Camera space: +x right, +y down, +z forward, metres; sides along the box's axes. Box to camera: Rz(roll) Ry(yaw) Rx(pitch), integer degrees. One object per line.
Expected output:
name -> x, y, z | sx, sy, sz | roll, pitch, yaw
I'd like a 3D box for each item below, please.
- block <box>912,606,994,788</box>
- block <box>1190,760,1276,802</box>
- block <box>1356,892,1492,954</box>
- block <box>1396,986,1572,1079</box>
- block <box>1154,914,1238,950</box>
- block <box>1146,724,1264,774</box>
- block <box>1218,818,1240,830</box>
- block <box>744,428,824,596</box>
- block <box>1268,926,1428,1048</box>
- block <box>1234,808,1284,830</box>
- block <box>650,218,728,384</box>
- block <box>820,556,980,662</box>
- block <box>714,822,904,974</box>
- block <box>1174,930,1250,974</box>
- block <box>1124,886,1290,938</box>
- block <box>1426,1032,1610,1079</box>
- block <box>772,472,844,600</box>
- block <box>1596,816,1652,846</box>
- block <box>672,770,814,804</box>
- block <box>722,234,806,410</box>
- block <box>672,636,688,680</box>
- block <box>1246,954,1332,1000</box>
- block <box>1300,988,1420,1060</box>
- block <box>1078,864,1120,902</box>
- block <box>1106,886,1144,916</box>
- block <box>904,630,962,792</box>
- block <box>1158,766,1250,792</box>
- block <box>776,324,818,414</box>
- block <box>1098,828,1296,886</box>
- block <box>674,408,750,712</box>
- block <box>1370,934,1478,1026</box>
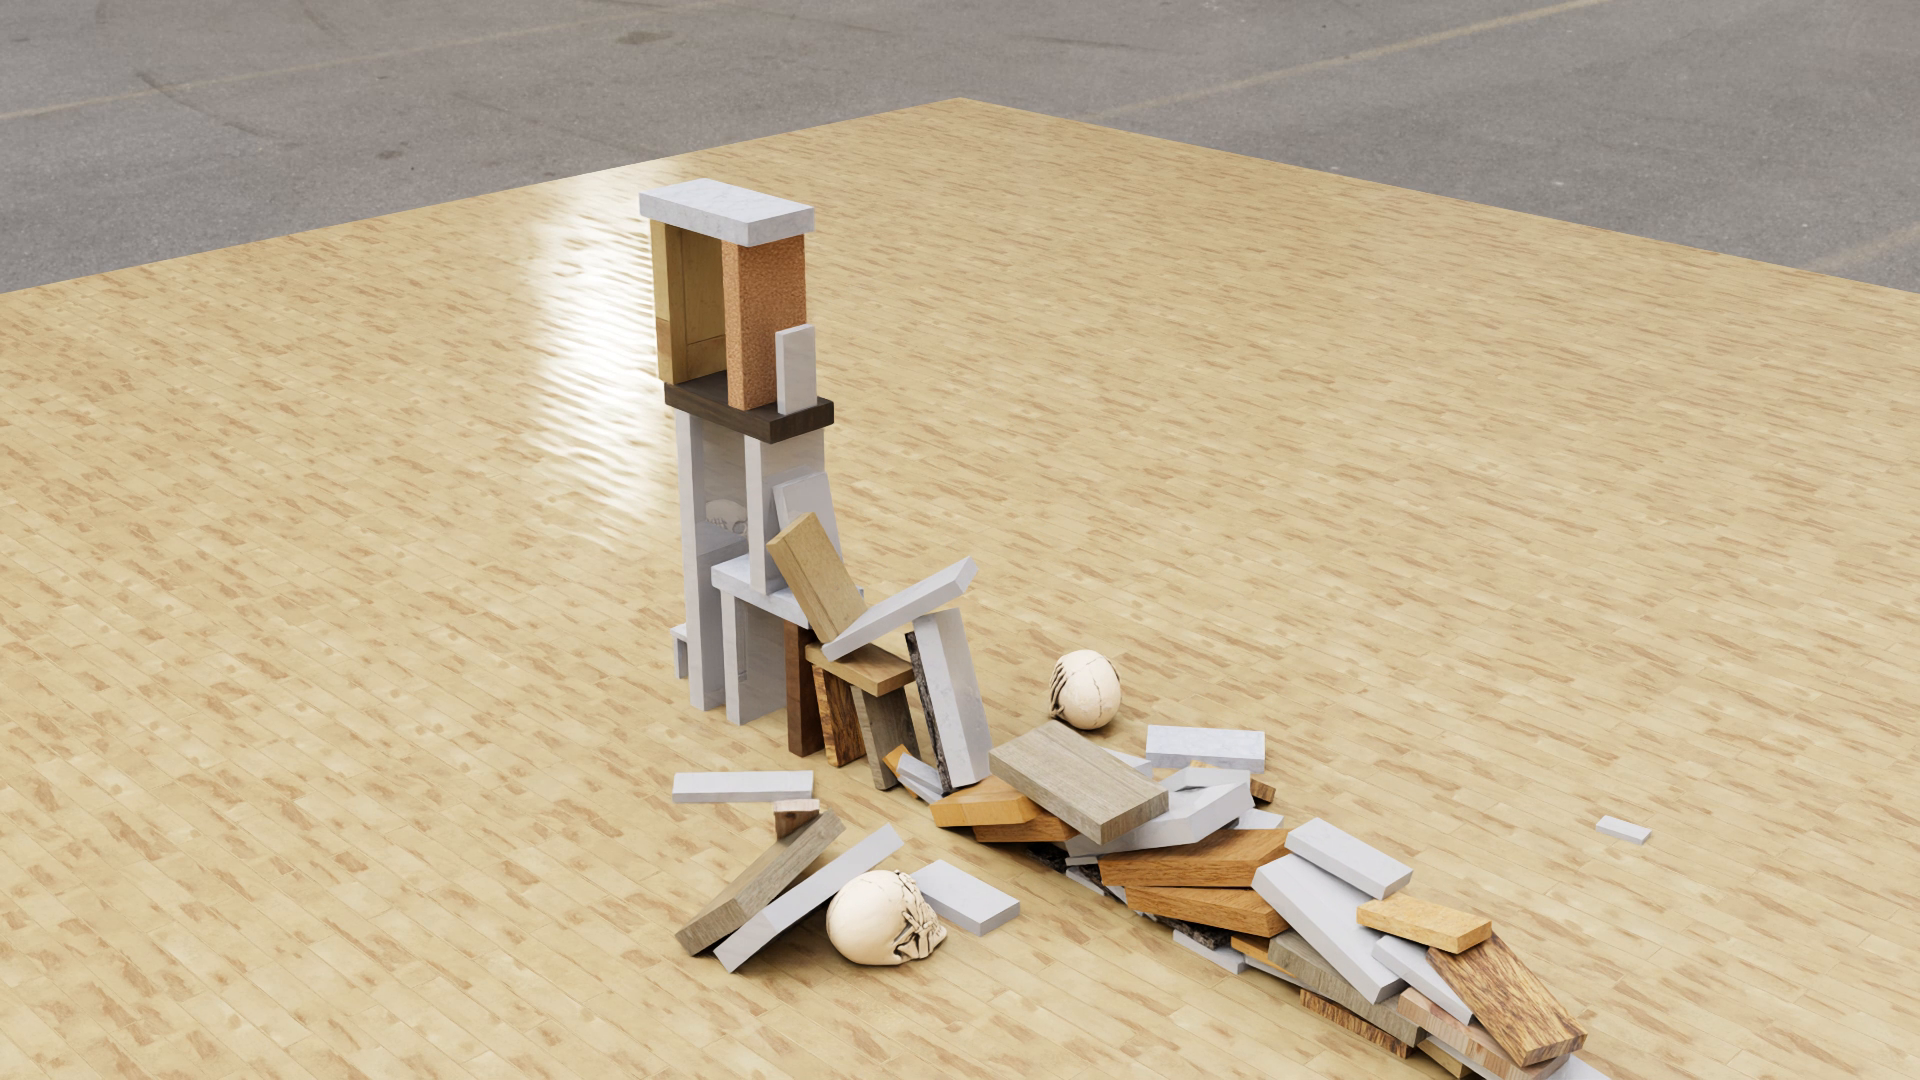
block -> -0.008, 0.319, 4.514 | 0.050, 0.352, 0.176 | -14, -2, 17
block -> 0.549, 0.486, 4.433 | 0.106, 0.030, 0.212 | 15, -6, 31
block -> 0.777, 0.640, 3.686 | 0.100, 0.028, 0.200 | -13, 16, -42
block -> 0.859, 0.798, 3.602 | 0.254, 0.036, 0.127 | 29, 36, 35
block -> 0.436, 0.698, 4.031 | 0.076, 0.022, 0.153 | -18, 27, -36
block -> 0.521, 0.444, 4.669 | 0.248, 0.035, 0.124 | 3, 23, 7
block -> 0.502, 0.563, 4.292 | 0.048, 0.014, 0.096 | 14, 27, 30
block -> -0.361, -0.073, 4.581 | 0.172, 0.344, 0.049 | -21, 31, -41
block -> 0.696, 0.742, 3.763 | 0.305, 0.043, 0.153 | 27, 35, 37
block -> 0.449, 0.567, 4.362 | 0.345, 0.049, 0.172 | 12, 26, 25
block -> -0.557, -0.516, 4.615 | 0.174, 0.347, 0.049 | -21, 31, -41
block -> -0.123, 0.142, 4.488 | 0.343, 0.034, 0.121 | -28, 13, 25
block -> -0.273, 0.651, 4.017 | 0.050, 0.176, 0.367 | 53, 41, 7
block -> 0.471, 0.735, 4.000 | 0.076, 0.022, 0.153 | -20, 30, -39
block -> 0.477, 0.644, 3.970 | 0.153, 0.043, 0.361 | -17, 11, -37
block -> 0.996, 0.899, 3.519 | 0.127, 0.036, 0.523 | -19, 36, -38
block -> -0.310, -0.009, 4.557 | 0.121, 0.242, 0.034 | -21, 17, -41
block -> 1.321, 0.578, 4.381 | 0.096, 0.014, 0.048 | 17, 28, 34
block -> -0.446, 0.509, 4.531 | 0.285, 0.024, 0.085 | -1, 23, -2
block -> -0.394, -0.452, 4.464 | 0.174, 0.347, 0.049 | -21, 31, -41
block -> -0.627, 0.260, 5.014 | 0.015, 0.104, 0.052 | 21, 31, 41
block -> 0.626, 0.748, 3.881 | 0.111, 0.031, 0.222 | -21, 26, -40
block -> 0.712, 0.813, 3.803 | 0.111, 0.031, 0.222 | -21, 31, -40
block -> 0.281, 0.643, 4.182 | 0.052, 0.015, 0.104 | -21, 44, -39
block -> 0.322, 0.661, 4.140 | 0.104, 0.015, 0.052 | 38, 42, 28
block -> -0.045, 0.345, 4.515 | 0.030, 0.332, 0.106 | -14, -1, 17
block -> 0.464, 0.479, 4.258 | 0.124, 0.035, 0.248 | 4, -15, -10
block -> -0.330, -0.345, 4.438 | 0.024, 0.169, 0.085 | 21, 31, 41
block -> 0.447, 0.586, 4.057 | 0.345, 0.049, 0.172 | -7, 9, 38
block -> -0.522, 0.028, 4.799 | 0.049, 0.700, 0.172 | 21, 31, 41
block -> 0.794, 0.717, 3.652 | 0.100, 0.028, 0.200 | -20, 43, -40
